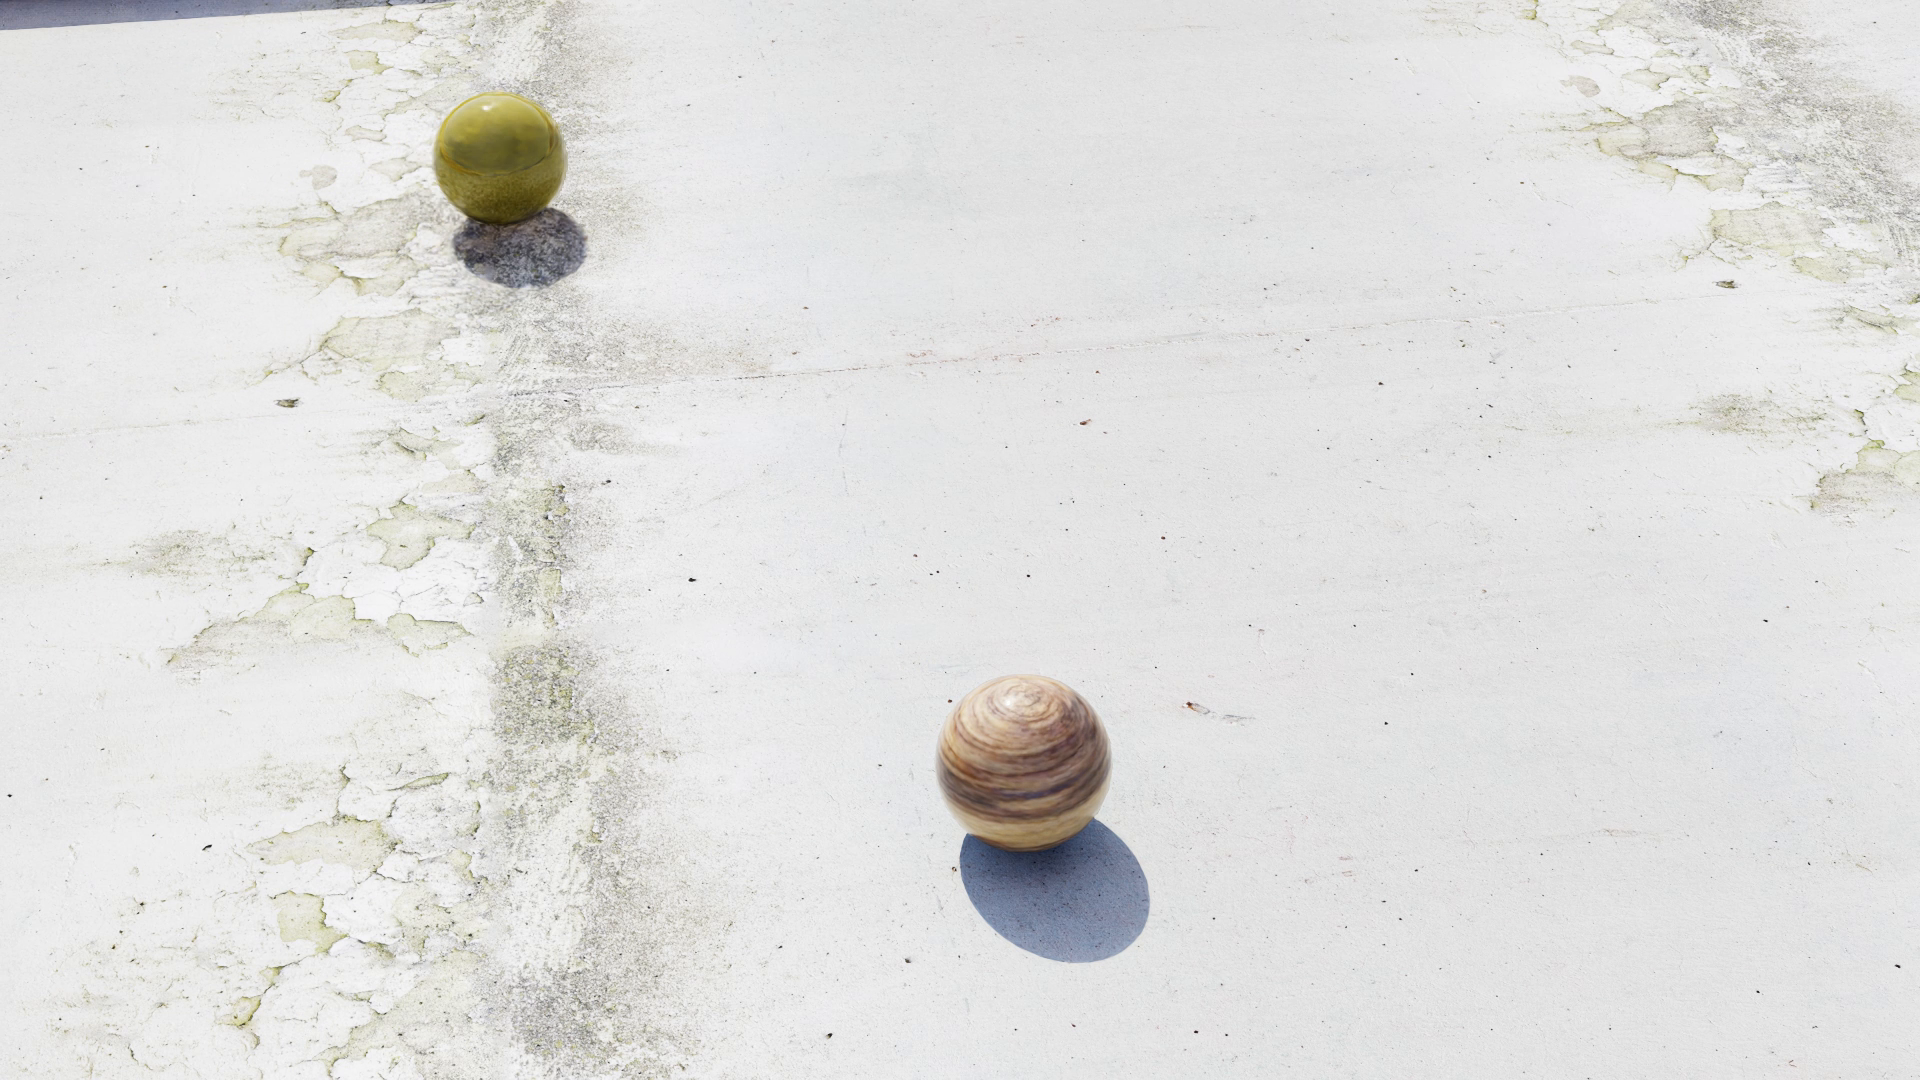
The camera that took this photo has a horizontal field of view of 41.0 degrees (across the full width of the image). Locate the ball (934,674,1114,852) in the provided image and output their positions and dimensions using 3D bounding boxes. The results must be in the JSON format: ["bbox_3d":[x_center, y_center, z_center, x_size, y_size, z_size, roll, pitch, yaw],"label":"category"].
[{"bbox_3d":[0.033,0.116,1.339,0.093,0.093,0.093,0,36,0],"label":"ball"}]

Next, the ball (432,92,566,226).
[{"bbox_3d":[-0.336,-0.277,1.869,0.096,0.096,0.096,0,36,0],"label":"ball"}]
